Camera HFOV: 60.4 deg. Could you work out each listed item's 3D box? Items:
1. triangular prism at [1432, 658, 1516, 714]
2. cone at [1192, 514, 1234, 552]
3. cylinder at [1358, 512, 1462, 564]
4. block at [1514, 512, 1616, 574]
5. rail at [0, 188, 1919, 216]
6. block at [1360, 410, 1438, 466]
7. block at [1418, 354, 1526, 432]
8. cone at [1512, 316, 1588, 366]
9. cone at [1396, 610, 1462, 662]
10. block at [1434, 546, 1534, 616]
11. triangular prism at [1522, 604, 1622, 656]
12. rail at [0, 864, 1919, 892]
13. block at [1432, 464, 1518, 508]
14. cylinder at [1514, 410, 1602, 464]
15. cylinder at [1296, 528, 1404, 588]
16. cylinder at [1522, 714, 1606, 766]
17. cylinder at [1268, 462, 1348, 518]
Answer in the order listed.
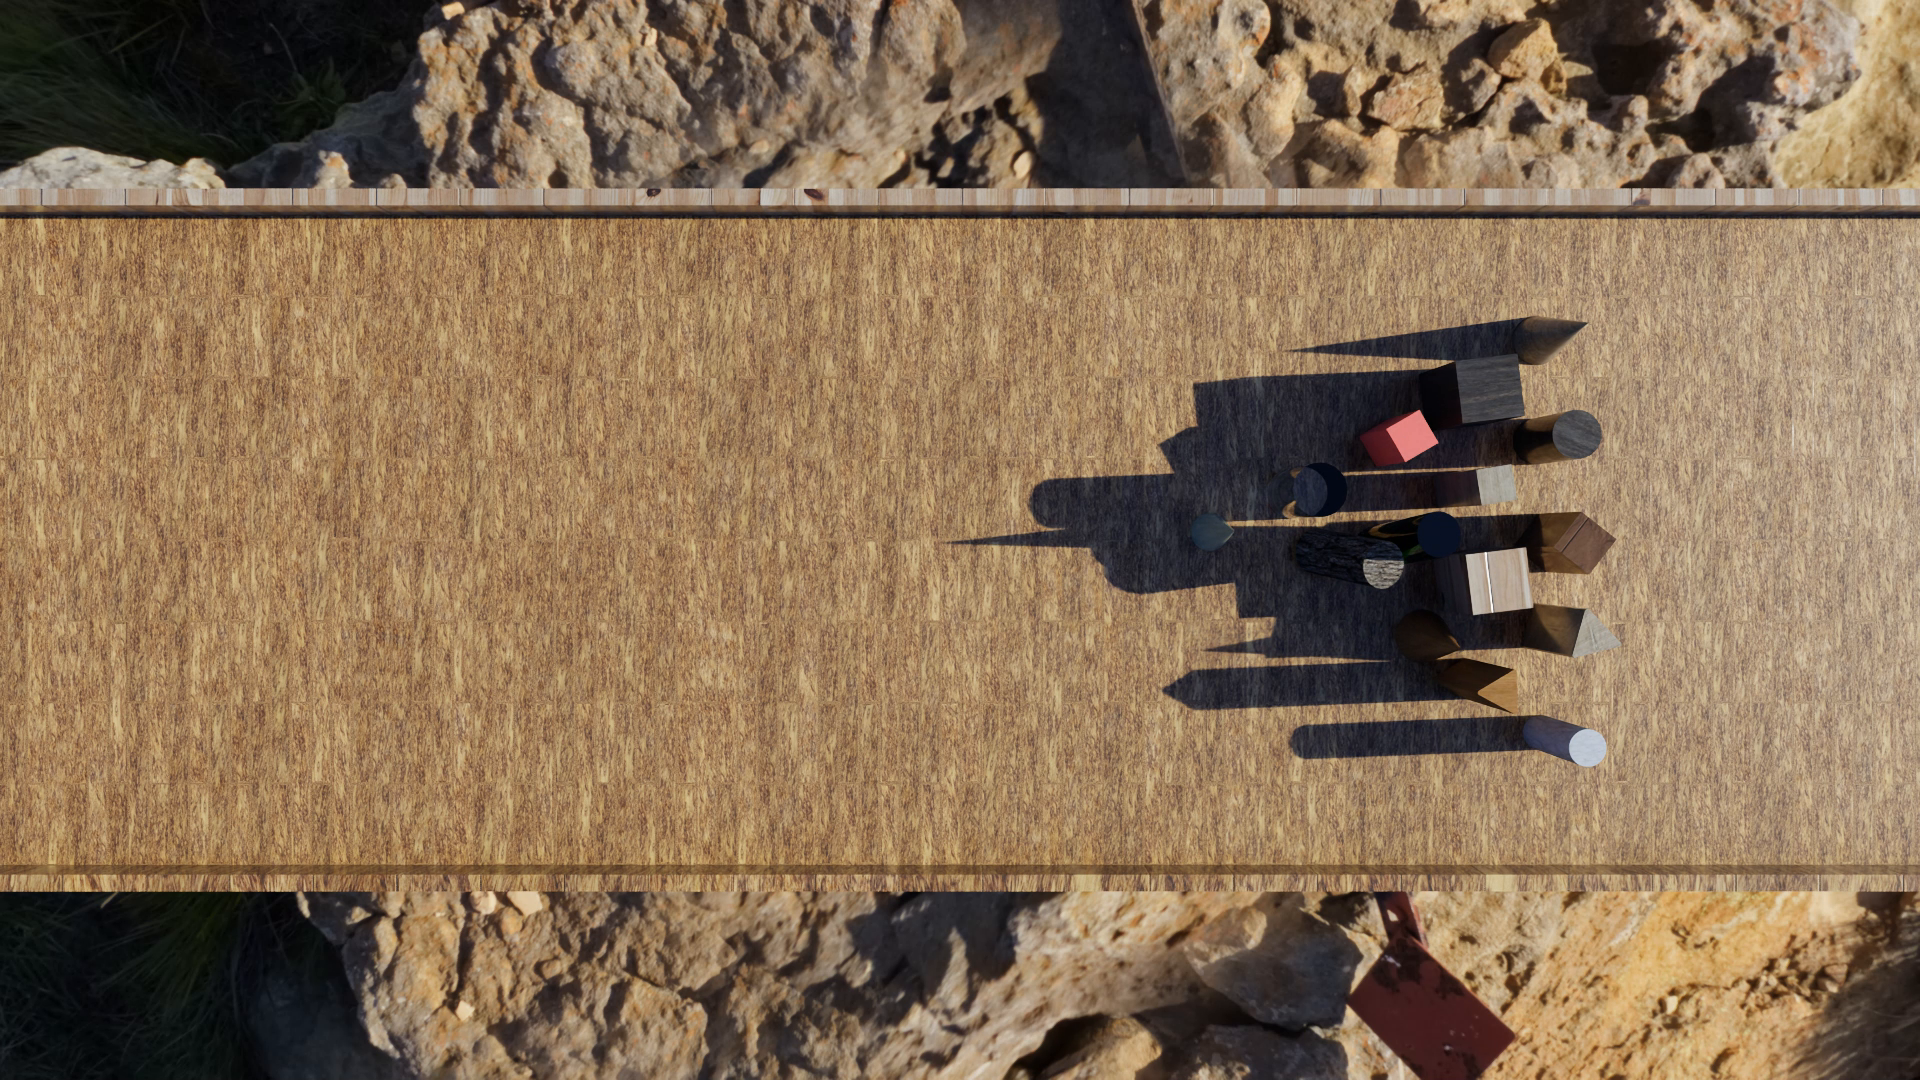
[{"bbox_3d":[1.534,0.412,4.853,0.125,0.447,0.108,29,90,0],"label":"triangular prism"},{"bbox_3d":[0.770,-0.024,4.847,0.117,0.459,0.117,0,90,0],"label":"cone"},{"bbox_3d":[1.307,0.004,4.842,0.131,0.453,0.131,1,85,-9],"label":"cylinder"},{"bbox_3d":[1.793,0.009,4.902,0.129,0.349,0.129,38,90,0],"label":"block"},{"bbox_3d":[-2.247,-1.025,5.002,12.000,0.150,0.050,0,90,0],"label":"rail"},{"bbox_3d":[1.302,-0.300,4.911,0.110,0.331,0.110,-30,90,0],"label":"block"},{"bbox_3d":[1.512,-0.432,4.890,0.179,0.373,0.179,-7,90,0],"label":"block"},{"bbox_3d":[1.775,-0.614,4.865,0.152,0.423,0.152,0,90,0],"label":"cone"},{"bbox_3d":[1.425,0.304,4.887,0.164,0.371,0.164,0,92,-1],"label":"cone"},{"bbox_3d":[1.552,0.119,4.911,0.175,0.332,0.175,-7,90,0],"label":"block"},{"bbox_3d":[1.783,0.254,4.865,0.141,0.423,0.122,-14,90,0],"label":"triangular prism"},{"bbox_3d":[-2.247,1.025,5.001,12.000,0.150,0.050,0,90,0],"label":"rail"},{"bbox_3d":[1.513,-0.156,4.863,0.102,0.427,0.102,-9,90,0],"label":"block"},{"bbox_3d":[1.773,-0.303,4.907,0.142,0.338,0.142,0,90,0],"label":"cylinder"},{"bbox_3d":[1.150,0.052,4.887,0.139,0.353,0.139,-3,97,-21],"label":"cylinder"},{"bbox_3d":[1.786,0.592,4.884,0.107,0.384,0.107,0,90,0],"label":"cylinder"},{"bbox_3d":[1.023,-0.143,4.880,0.155,0.393,0.155,0,90,0],"label":"cylinder"}]
